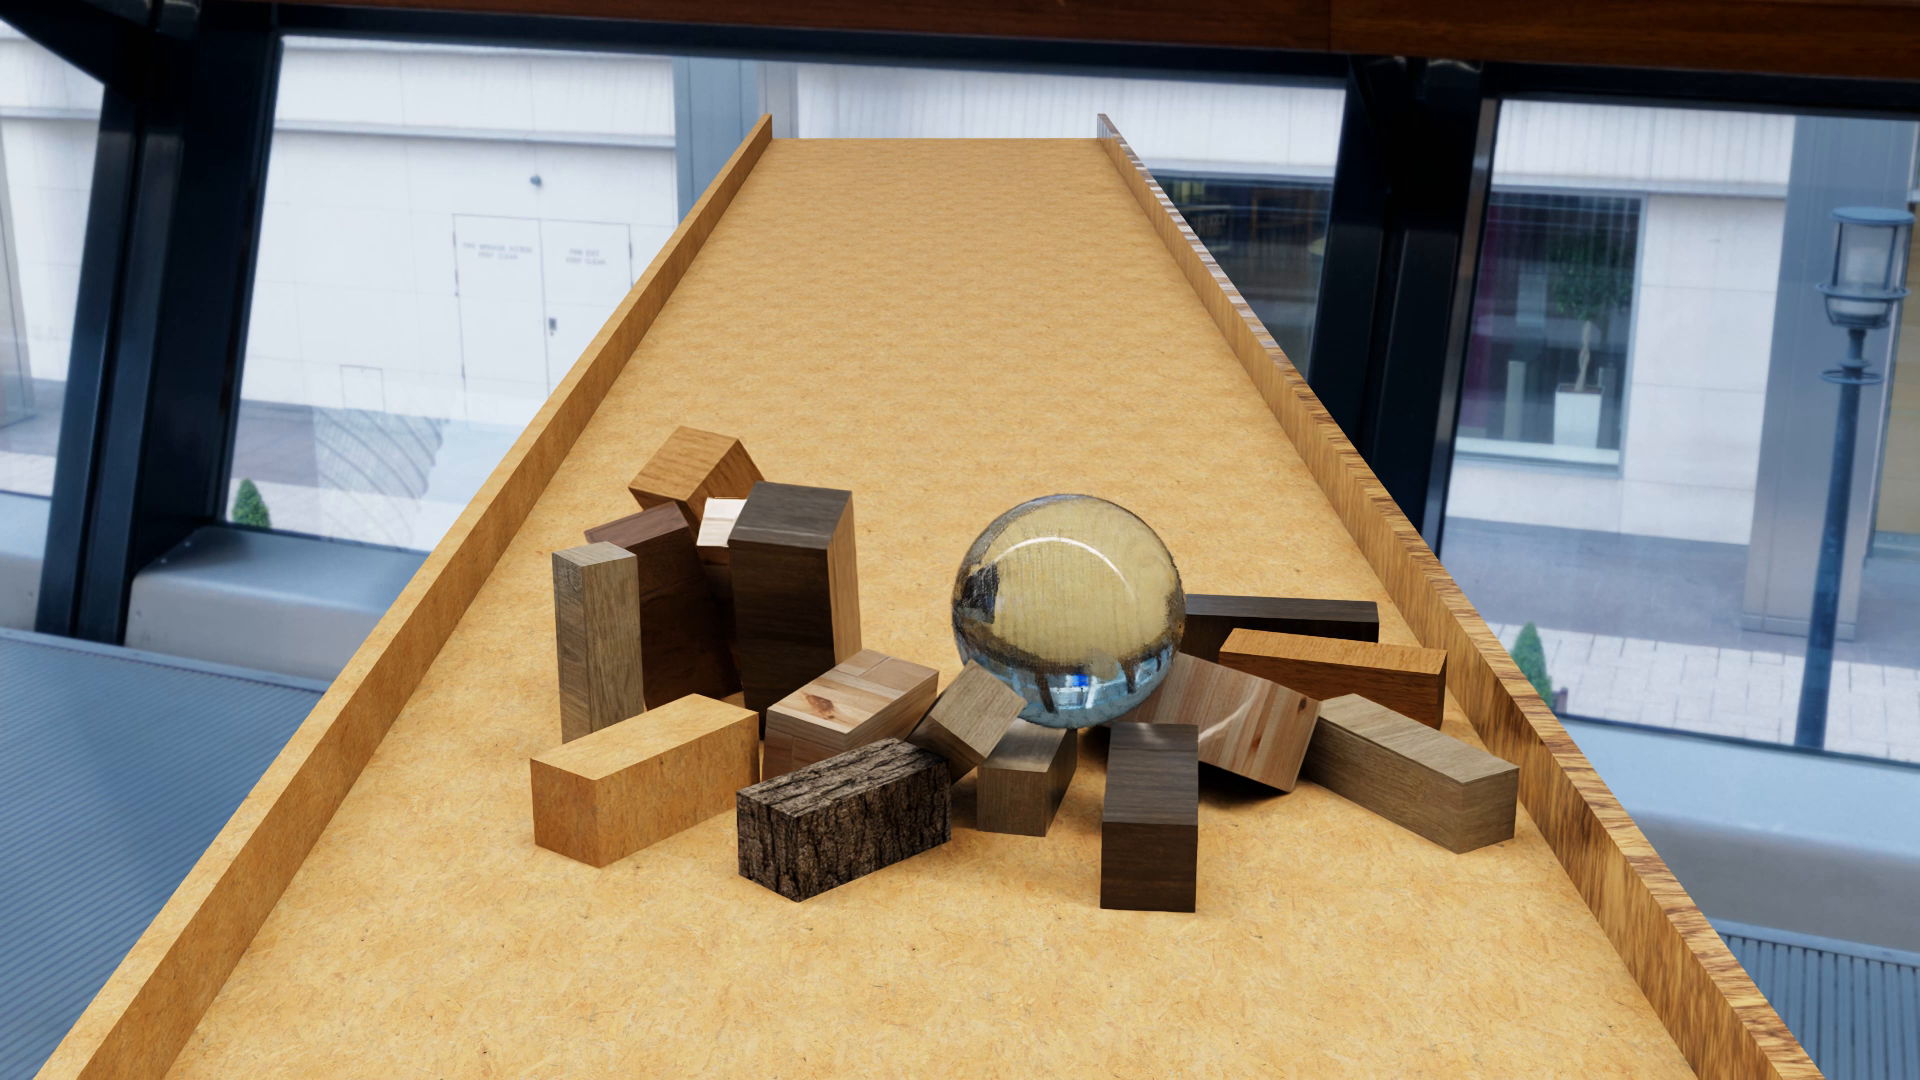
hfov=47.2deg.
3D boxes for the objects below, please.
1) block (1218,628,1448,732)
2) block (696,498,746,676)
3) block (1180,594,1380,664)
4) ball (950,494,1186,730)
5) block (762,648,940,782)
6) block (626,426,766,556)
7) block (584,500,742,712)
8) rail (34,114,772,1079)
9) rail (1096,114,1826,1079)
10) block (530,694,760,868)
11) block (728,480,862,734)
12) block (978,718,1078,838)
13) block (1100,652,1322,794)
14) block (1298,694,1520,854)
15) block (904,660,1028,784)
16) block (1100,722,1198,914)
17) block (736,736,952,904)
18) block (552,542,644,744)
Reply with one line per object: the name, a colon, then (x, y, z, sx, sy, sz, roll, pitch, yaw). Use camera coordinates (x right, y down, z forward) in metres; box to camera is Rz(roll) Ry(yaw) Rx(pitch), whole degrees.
block: (0.689, 0.270, 4.079, 0.400, 0.137, 0.137, 5, 17, 18)
block: (-0.404, 0.098, 4.171, 0.106, 0.439, 0.106, 3, 54, 7)
block: (0.611, 0.195, 4.341, 0.414, 0.131, 0.131, 2, 17, 8)
ball: (0.183, 0.120, 3.722, 0.399, 0.399, 0.399, 0, 17, 0)
block: (-0.188, 0.329, 3.825, 0.152, 0.152, 0.340, 15, 21, 23)
block: (-0.446, 0.005, 4.371, 0.170, 0.460, 0.170, 13, 56, 40)
block: (-0.556, 0.133, 4.121, 0.180, 0.341, 0.180, -20, 20, -10)
rail: (-1.118, -0.838, 7.780, 0.050, 0.150, 12.000, 0, 17, -1)
rail: (0.932, -0.844, 7.801, 0.050, 0.150, 12.000, 0, 17, -1)
block: (-0.515, 0.393, 3.641, 0.151, 0.151, 0.373, 13, 21, 36)
block: (-0.289, 0.132, 3.943, 0.176, 0.438, 0.176, 6, 37, 10)
block: (0.117, 0.386, 3.730, 0.114, 0.114, 0.302, 4, 17, 12)
block: (0.386, 0.288, 3.869, 0.454, 0.164, 0.164, 17, -5, 44)
block: (0.747, 0.388, 3.704, 0.125, 0.125, 0.399, -10, 19, -30)
block: (-0.002, 0.305, 3.583, 0.110, 0.110, 0.450, 37, -15, 1)
block: (0.306, 0.435, 3.512, 0.144, 0.144, 0.415, 2, 17, 6)
block: (-0.181, 0.440, 3.499, 0.328, 0.142, 0.142, -16, 23, -42)
block: (-0.633, 0.207, 3.859, 0.108, 0.383, 0.108, -12, 21, -36)
